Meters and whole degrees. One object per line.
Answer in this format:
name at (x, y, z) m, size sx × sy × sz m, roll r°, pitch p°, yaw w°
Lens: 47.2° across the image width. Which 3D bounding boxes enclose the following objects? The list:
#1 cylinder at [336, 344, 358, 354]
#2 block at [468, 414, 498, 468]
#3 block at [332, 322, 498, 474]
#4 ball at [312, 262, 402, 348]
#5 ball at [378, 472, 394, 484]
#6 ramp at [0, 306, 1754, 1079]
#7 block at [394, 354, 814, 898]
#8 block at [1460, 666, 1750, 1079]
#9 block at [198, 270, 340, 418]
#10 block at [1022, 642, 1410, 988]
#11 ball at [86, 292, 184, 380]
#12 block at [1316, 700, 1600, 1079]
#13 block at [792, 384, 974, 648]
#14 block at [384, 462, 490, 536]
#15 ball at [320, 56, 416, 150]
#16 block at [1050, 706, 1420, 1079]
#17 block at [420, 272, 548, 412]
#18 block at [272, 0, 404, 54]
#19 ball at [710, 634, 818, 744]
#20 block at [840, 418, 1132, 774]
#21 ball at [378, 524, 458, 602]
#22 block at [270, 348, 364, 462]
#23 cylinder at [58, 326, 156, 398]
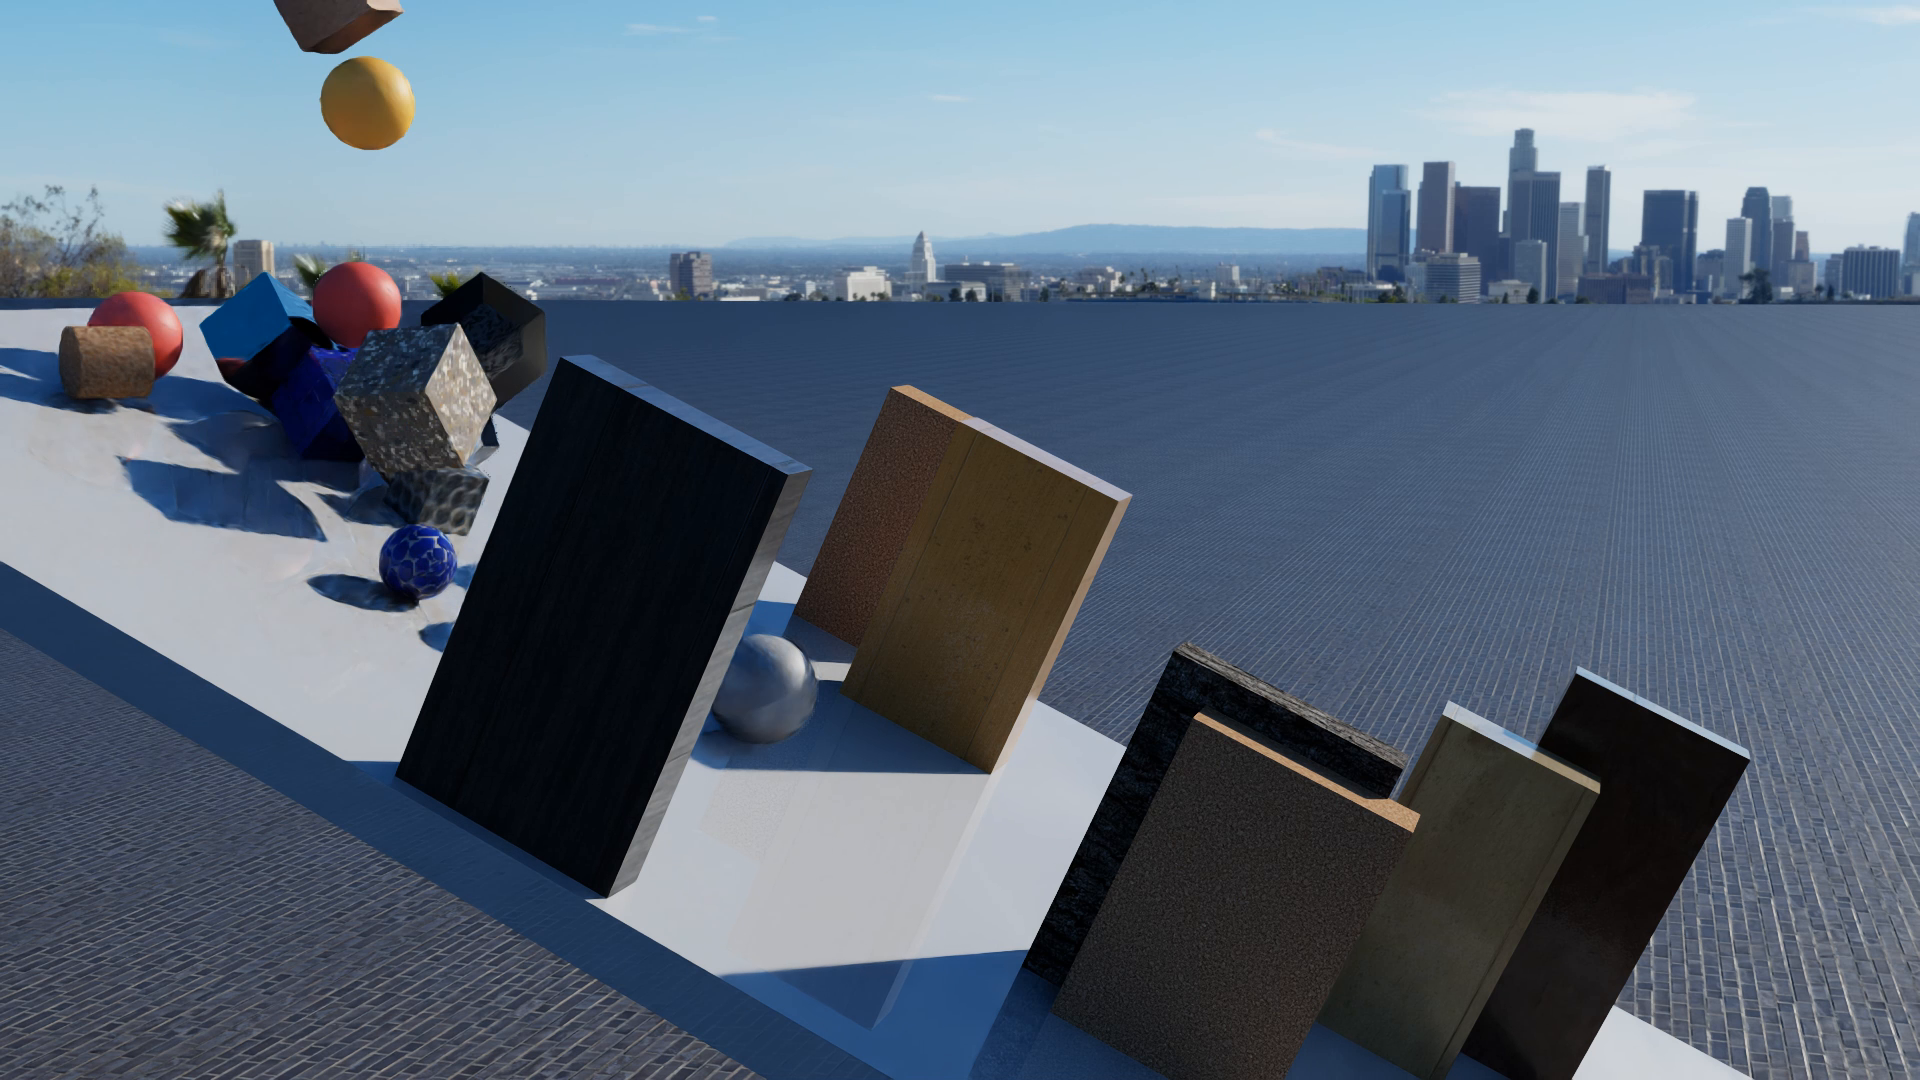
cylinder at (-1.330, -0.353, 4.820) m, size 0.179 × 0.179 × 0.179 m, roll 1°, pitch 14°, yaw 12°
block at (-1.078, -0.227, 4.710) m, size 0.117 × 0.117 × 0.117 m, roll -5°, pitch -19°, yaw -40°
block at (-1.059, -0.276, 4.285) m, size 0.198 × 0.198 × 0.198 m, roll -3°, pitch 44°, yaw 17°
ball at (-1.280, -0.498, 4.668) m, size 0.185 × 0.185 × 0.185 m, roll 0°, pitch 7°, yaw 0°
ball at (-1.133, -0.177, 4.558) m, size 0.160 × 0.160 × 0.160 m, roll 0°, pitch 7°, yaw 0°
ramp at (-0.269, 0.459, 4.173) m, size 4.000 × 0.100 × 2.000 m, roll 27°, pitch 14°, yaw 12°
block at (-0.534, 0.127, 3.254) m, size 0.386 × 0.700 × 0.099 m, roll 27°, pitch 14°, yaw 12°
block at (1.125, 0.640, 4.073) m, size 0.334 × 0.741 × 0.084 m, roll 27°, pitch 14°, yaw 12°
block at (-1.447, -0.409, 4.634) m, size 0.183 × 0.183 × 0.183 m, roll 55°, pitch 5°, yaw 34°
block at (0.411, 0.526, 3.583) m, size 0.402 × 0.598 × 0.101 m, roll 27°, pitch 14°, yaw 12°
ball at (-1.673, -0.411, 4.458) m, size 0.187 × 0.187 × 0.187 m, roll 0°, pitch 7°, yaw 0°
block at (0.866, 0.633, 3.936) m, size 0.295 × 0.610 × 0.131 m, roll 27°, pitch 14°, yaw 12°
block at (-0.131, -0.033, 4.877) m, size 0.260 × 0.559 × 0.125 m, roll 27°, pitch 14°, yaw 12°
block at (-1.060, -0.101, 4.455) m, size 0.130 × 0.130 × 0.130 m, roll 9°, pitch 20°, yaw -49°
ball at (-1.250, -0.921, 4.642) m, size 0.194 × 0.194 × 0.194 m, roll 0°, pitch 7°, yaw 0°
block at (0.431, 0.593, 3.480) m, size 0.373 × 0.543 × 0.116 m, roll 27°, pitch 14°, yaw 12°
block at (-1.002, -0.414, 4.639) m, size 0.178 × 0.178 × 0.178 m, roll 32°, pitch 52°, yaw 19°
block at (-1.316, -1.144, 4.613) m, size 0.176 × 0.176 × 0.176 m, roll -28°, pitch 6°, yaw 13°
ball at (-0.365, 0.275, 4.057) m, size 0.203 × 0.203 × 0.203 m, roll 0°, pitch 7°, yaw 0°
block at (0.049, 0.112, 4.492) m, size 0.361 × 0.623 × 0.126 m, roll 27°, pitch 14°, yaw 12°
ball at (-0.989, 0.041, 4.010) m, size 0.140 × 0.140 × 0.140 m, roll 0°, pitch 7°, yaw 0°
block at (-1.293, -0.279, 4.554) m, size 0.159 × 0.159 × 0.159 m, roll -44°, pitch -25°, yaw 24°
cylinder at (-1.659, -0.347, 4.277) m, size 0.140 × 0.140 × 0.140 m, roll -5°, pitch 8°, yaw -38°
